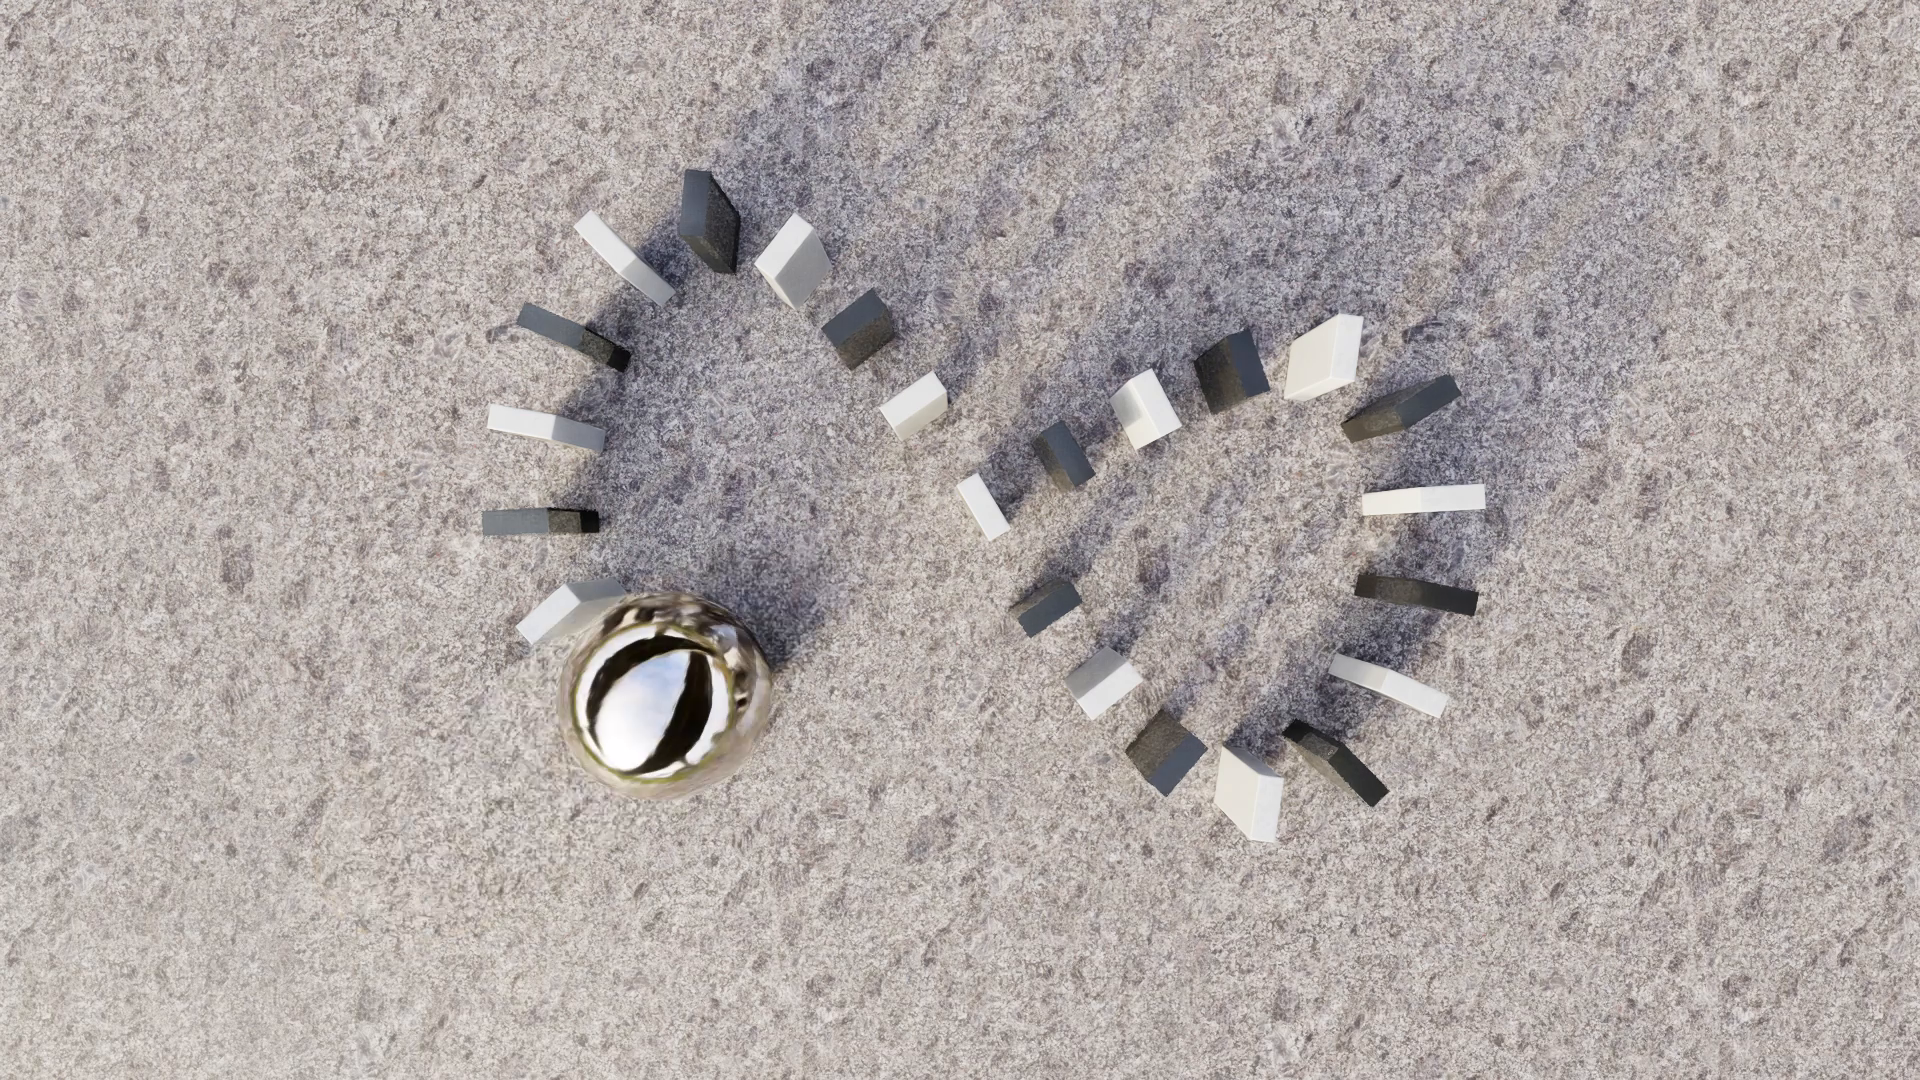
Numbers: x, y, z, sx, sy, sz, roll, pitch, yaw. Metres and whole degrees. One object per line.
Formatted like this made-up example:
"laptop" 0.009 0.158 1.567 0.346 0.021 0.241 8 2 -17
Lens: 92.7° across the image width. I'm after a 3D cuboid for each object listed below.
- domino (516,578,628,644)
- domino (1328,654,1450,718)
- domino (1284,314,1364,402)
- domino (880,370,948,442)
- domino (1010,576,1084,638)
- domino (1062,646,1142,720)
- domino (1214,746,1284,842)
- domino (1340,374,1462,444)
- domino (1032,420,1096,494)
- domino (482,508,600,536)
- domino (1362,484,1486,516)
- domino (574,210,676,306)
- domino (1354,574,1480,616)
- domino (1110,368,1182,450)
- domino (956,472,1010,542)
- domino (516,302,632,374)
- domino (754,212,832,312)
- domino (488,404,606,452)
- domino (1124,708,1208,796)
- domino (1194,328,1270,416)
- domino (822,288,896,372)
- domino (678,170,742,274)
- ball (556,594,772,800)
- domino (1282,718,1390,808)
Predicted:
"domino" -0.157 0.028 0.375 0.025 0.050 0.009 -41 90 0
"domino" 0.174 0.059 0.375 0.025 0.050 0.010 24 90 0
"domino" 0.148 -0.074 0.375 0.009 0.050 0.025 8 90 0
"domino" -0.018 -0.054 0.375 0.025 0.050 0.009 -35 90 0
"domino" 0.034 0.027 0.375 0.025 0.050 0.010 -35 90 0
"domino" 0.057 0.058 0.375 0.025 0.050 0.009 -38 90 0
"domino" 0.117 0.103 0.375 0.009 0.050 0.025 8 90 0
"domino" 0.179 -0.053 0.375 0.025 0.050 0.009 -32 90 0
"domino" 0.042 -0.033 0.375 0.010 0.050 0.025 -32 90 0
"domino" -0.170 -0.007 0.375 0.025 0.050 0.009 -3 90 0
"domino" 0.188 -0.016 0.375 0.025 0.050 0.010 -3 90 0
"domino" -0.136 -0.114 0.375 0.010 0.050 0.025 -44 90 0
"domino" 0.185 0.022 0.375 0.025 0.050 0.010 12 90 0
"domino" 0.075 -0.052 0.375 0.009 0.050 0.025 -28 90 0
"domino" 0.009 -0.013 0.375 0.010 0.050 0.025 -31 90 0
"domino" -0.156 -0.082 0.375 0.025 0.050 0.010 23 90 0
"domino" -0.067 -0.112 0.375 0.009 0.050 0.025 38 90 0
"domino" -0.168 -0.045 0.375 0.025 0.050 0.010 10 90 0
"domino" 0.083 0.086 0.375 0.010 0.050 0.025 41 90 0
"domino" 0.110 -0.068 0.375 0.009 0.050 0.025 -19 90 0
"domino" -0.041 -0.085 0.375 0.025 0.050 0.010 -38 90 0
"domino" -0.101 -0.129 0.375 0.009 0.050 0.025 6 90 0
"ball" -0.115 0.061 0.360 0.080 0.080 0.080 0 90 0
"domino" 0.152 0.090 0.375 0.010 0.050 0.025 -44 90 0
